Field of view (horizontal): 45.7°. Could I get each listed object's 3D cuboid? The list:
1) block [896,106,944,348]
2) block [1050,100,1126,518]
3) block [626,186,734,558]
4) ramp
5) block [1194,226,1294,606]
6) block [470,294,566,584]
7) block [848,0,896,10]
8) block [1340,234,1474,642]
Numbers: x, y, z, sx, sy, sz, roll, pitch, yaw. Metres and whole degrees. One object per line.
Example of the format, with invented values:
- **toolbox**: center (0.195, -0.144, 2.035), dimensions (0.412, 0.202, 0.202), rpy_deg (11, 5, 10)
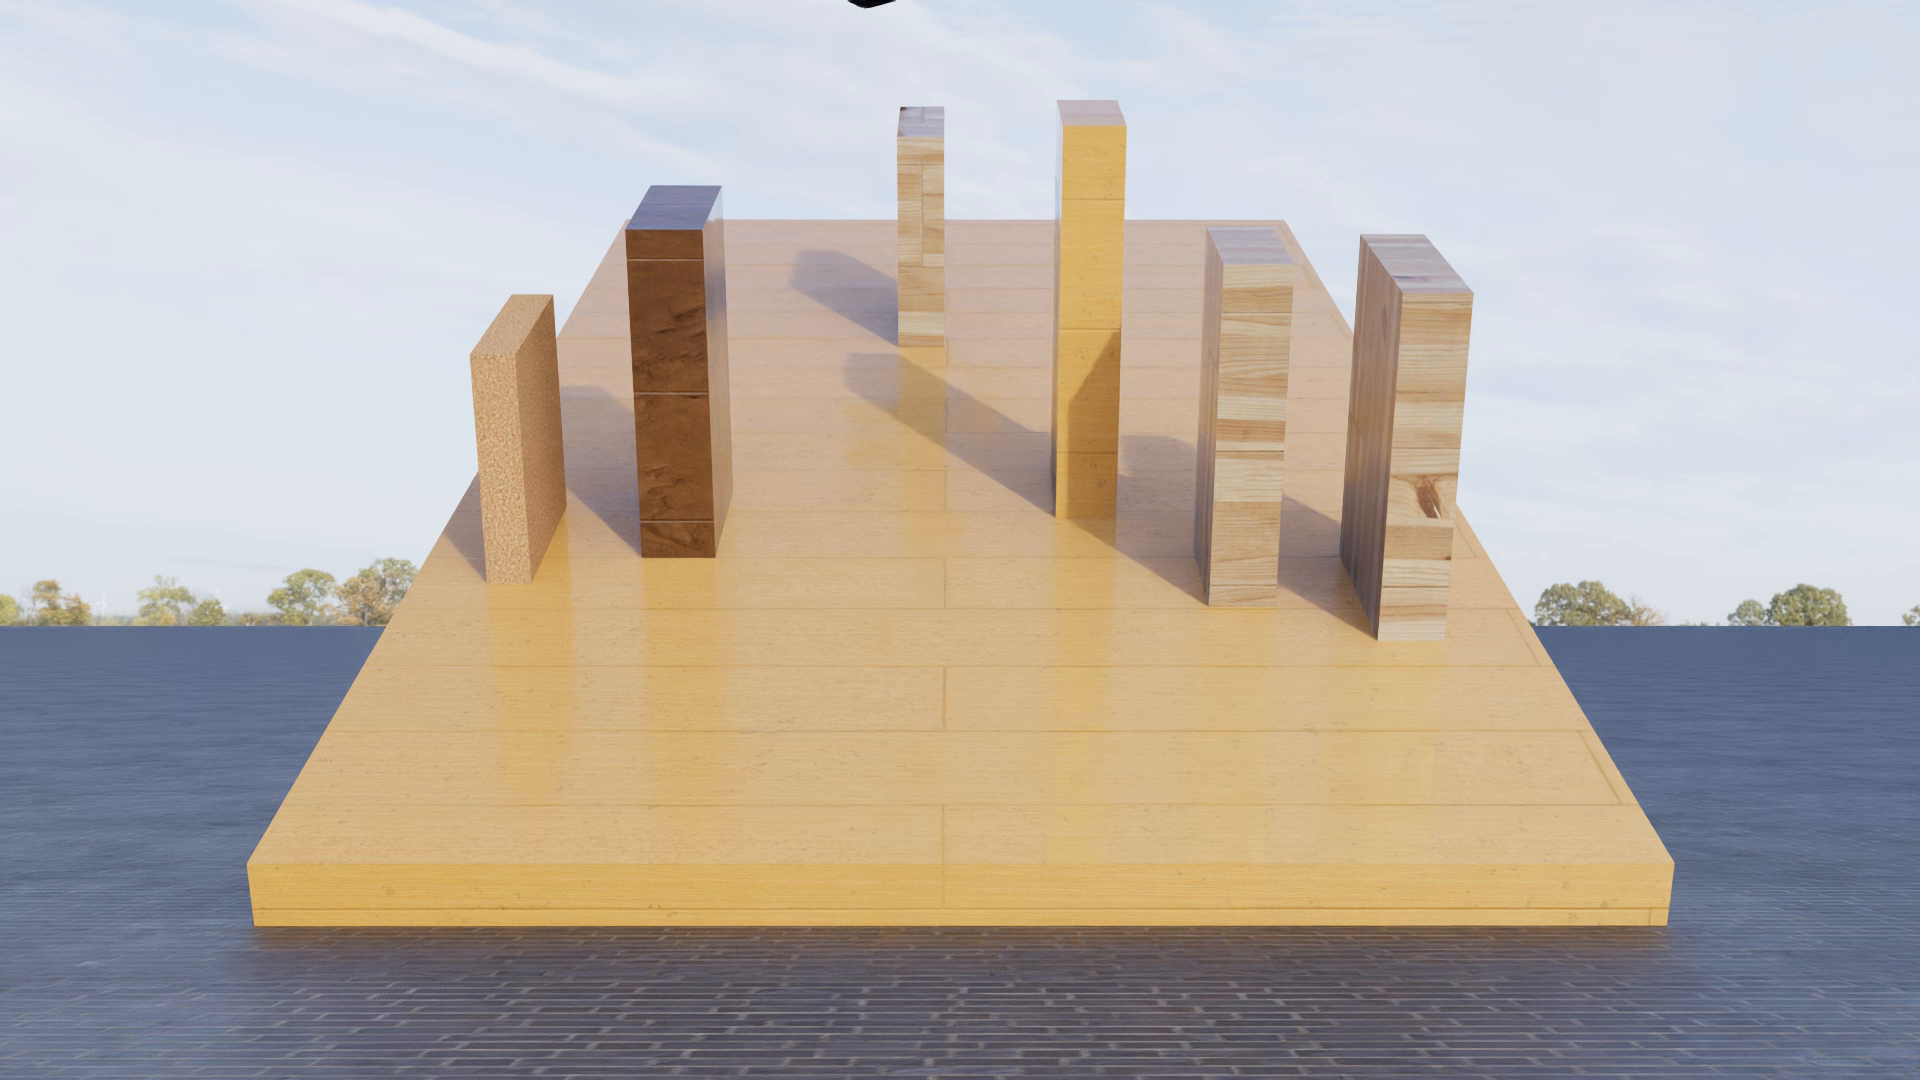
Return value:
- **block**: center (-0.095, -0.790, 5.717), dimensions (0.113, 0.520, 0.406), rpy_deg (0, 21, 0)
- **block**: center (0.248, -0.452, 4.479), dimensions (0.119, 0.775, 0.269), rpy_deg (0, 21, 0)
- **block**: center (-0.529, -0.327, 4.351), dimensions (0.138, 0.628, 0.373), rpy_deg (0, 21, 0)
- **ramp**: center (-0.006, -0.214, 5.079), dimensions (2.000, 0.100, 4.000), rpy_deg (0, 21, 0)
- **block**: center (0.503, -0.223, 4.088), dimensions (0.119, 0.625, 0.282), rpy_deg (0, 21, 0)
- **block**: center (-0.824, -0.197, 4.281), dimensions (0.080, 0.435, 0.415), rpy_deg (0, 21, 0)
- **block**: center (-0.272, -1.702, 6.863), dimensions (0.143, 0.143, 0.143), rpy_deg (-7, -10, 32)
- **block**: center (0.776, -0.188, 4.010), dimensions (0.115, 0.616, 0.415), rpy_deg (0, 21, 0)
